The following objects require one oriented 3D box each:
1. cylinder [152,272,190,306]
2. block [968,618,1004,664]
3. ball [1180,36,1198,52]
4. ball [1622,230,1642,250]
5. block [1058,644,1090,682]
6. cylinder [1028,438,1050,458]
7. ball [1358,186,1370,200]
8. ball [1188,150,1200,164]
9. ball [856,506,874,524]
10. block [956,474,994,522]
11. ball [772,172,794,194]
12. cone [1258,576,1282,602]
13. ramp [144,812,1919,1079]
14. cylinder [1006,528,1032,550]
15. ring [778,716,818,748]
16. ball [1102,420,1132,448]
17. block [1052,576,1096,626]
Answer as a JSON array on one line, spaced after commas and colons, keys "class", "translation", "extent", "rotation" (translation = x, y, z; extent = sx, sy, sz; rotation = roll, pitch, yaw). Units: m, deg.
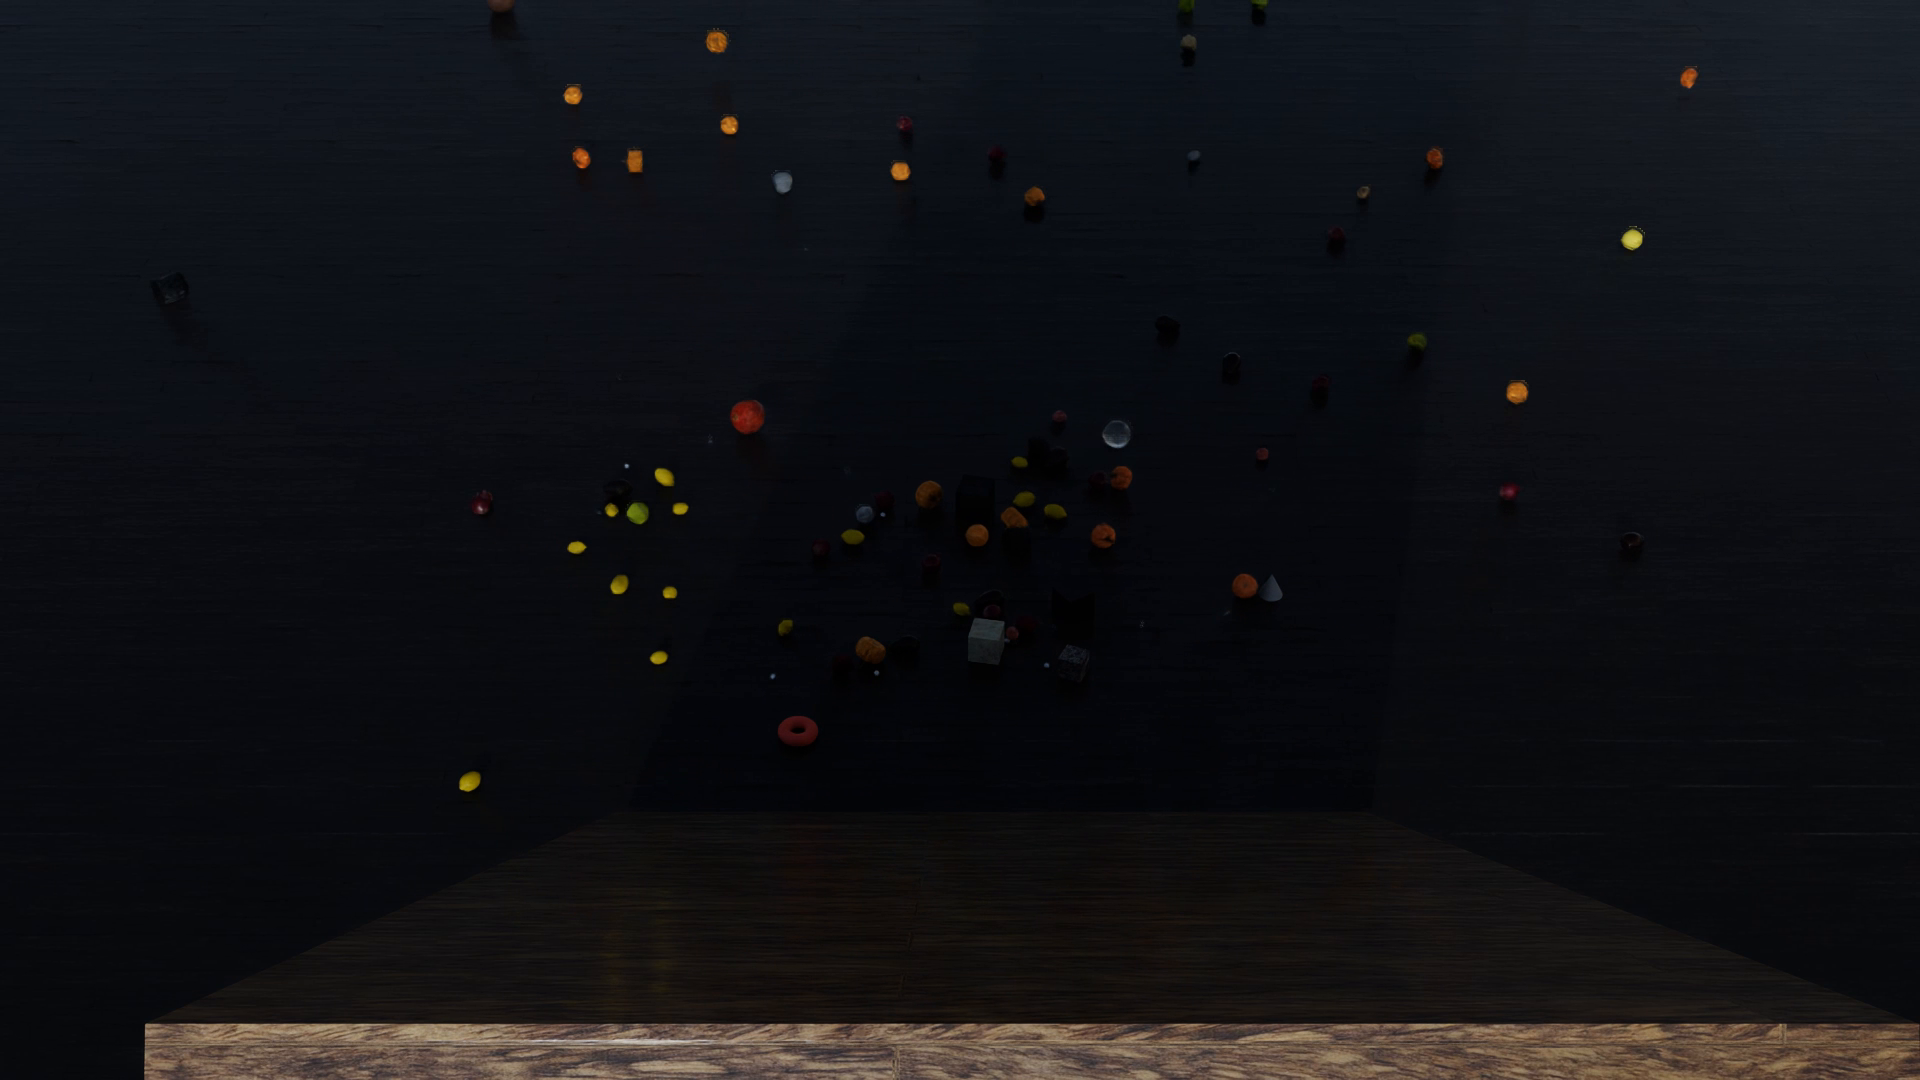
[{"class": "cylinder", "translation": [-2.765, -0.881, 9.107], "extent": [0.093, 0.093, 0.093], "rotation": [-28, 45, -32]}, {"class": "block", "translation": [0.077, 0.294, 7.552], "extent": [0.091, 0.091, 0.091], "rotation": [7, 38, 9]}, {"class": "ball", "translation": [0.938, -2.034, 10.657], "extent": [0.068, 0.068, 0.068], "rotation": [0, 37, 0]}, {"class": "ball", "translation": [2.426, -1.084, 9.392], "extent": [0.075, 0.075, 0.075], "rotation": [0, 37, 0]}, {"class": "block", "translation": [0.327, 0.356, 7.488], "extent": [0.069, 0.069, 0.069], "rotation": [15, 40, 19]}, {"class": "cylinder", "translation": [0.254, -0.295, 8.355], "extent": [0.065, 0.065, 0.065], "rotation": [0, 37, 1]}, {"class": "ball", "translation": [1.504, -1.292, 9.688], "extent": [0.051, 0.051, 0.051], "rotation": [0, 37, 0]}, {"class": "ball", "translation": [0.892, -1.461, 9.911], "extent": [0.051, 0.051, 0.051], "rotation": [0, 37, 0]}, {"class": "ball", "translation": [-0.294, -0.078, 8.074], "extent": [0.056, 0.056, 0.056], "rotation": [0, 37, 0]}, {"class": "block", "translation": [0.047, -0.129, 8.107], "extent": [0.099, 0.099, 0.099], "rotation": [9, 38, 12]}, {"class": "ball", "translation": [-0.664, -1.335, 9.720], "extent": [0.080, 0.080, 0.080], "rotation": [0, 37, 0]}, {"class": "cone", "translation": [0.932, 0.131, 7.782], "extent": [0.074, 0.074, 0.074], "rotation": [0, 37, 0]}, {"class": "ramp", "translation": [0.081, 0.685, 4.929], "extent": [2.000, 0.100, 4.000], "rotation": [0, -3, 0]}, {"class": "cylinder", "translation": [0.180, -0.004, 7.969], "extent": [0.065, 0.065, 0.065], "rotation": [-3, 37, -14]}, {"class": "ring", "translation": [-0.453, 0.535, 7.276], "extent": [0.114, 0.038, 0.114], "rotation": [1, 37, -1]}, {"class": "ball", "translation": [0.507, -0.341, 8.393], "extent": [0.092, 0.092, 0.092], "rotation": [0, 37, 0]}, {"class": "block", "translation": [0.335, 0.182, 7.701], "extent": [0.091, 0.091, 0.091], "rotation": [-22, 42, -26]}]
